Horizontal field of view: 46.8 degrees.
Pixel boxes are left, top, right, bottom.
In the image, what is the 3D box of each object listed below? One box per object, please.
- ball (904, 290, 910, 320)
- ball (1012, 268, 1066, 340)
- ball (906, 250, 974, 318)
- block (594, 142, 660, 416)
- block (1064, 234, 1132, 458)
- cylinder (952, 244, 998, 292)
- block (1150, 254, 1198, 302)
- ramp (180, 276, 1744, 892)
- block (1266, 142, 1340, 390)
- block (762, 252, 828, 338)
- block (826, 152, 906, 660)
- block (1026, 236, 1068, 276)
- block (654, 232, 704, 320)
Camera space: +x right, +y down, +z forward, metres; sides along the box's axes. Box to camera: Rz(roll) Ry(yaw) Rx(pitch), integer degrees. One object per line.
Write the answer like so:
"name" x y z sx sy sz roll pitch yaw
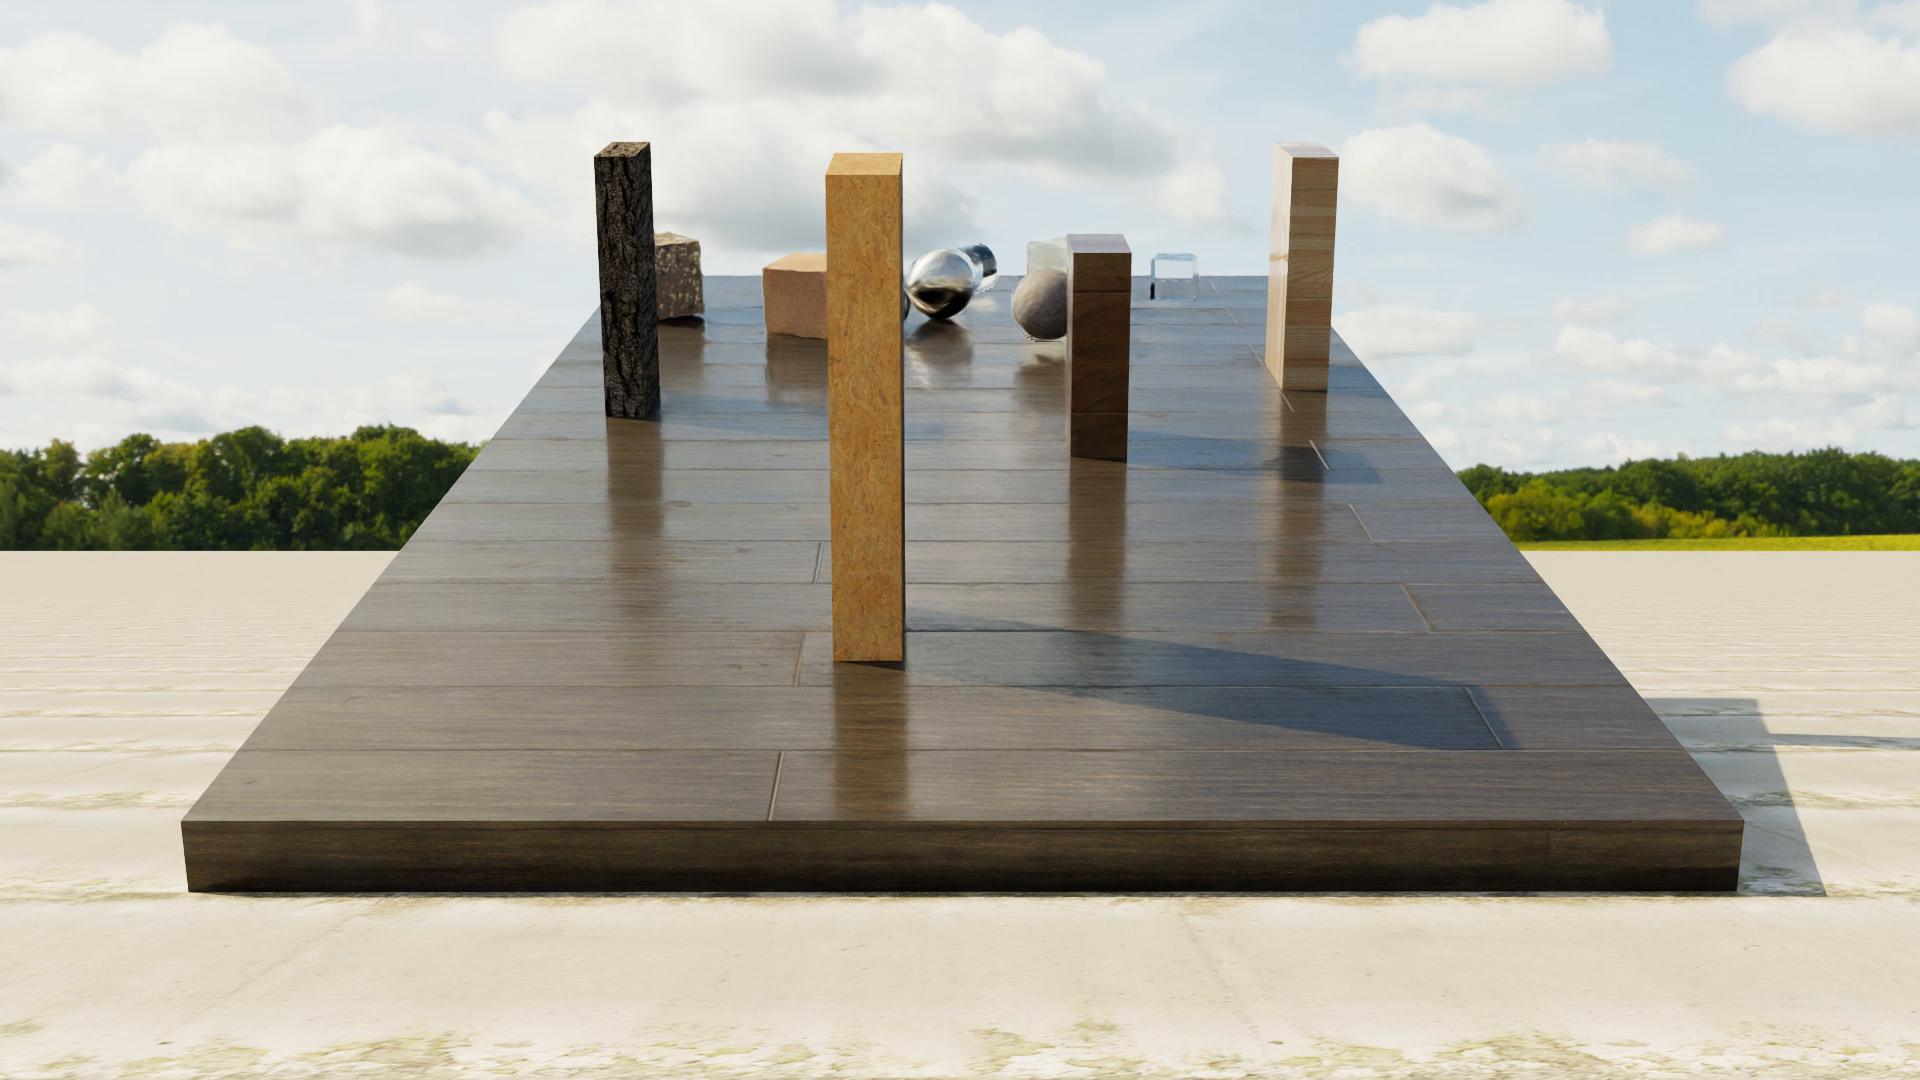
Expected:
"ball" -0.191 -0.624 5.892 0.119 0.119 0.119 0 0 0
"ball" 0.224 -0.598 5.628 0.182 0.182 0.182 0 0 0
"ball" -0.054 -0.693 6.004 0.187 0.187 0.187 0 0 0
"block" -0.745 -0.589 4.983 0.086 0.575 0.277 0 17 0
"block" 0.287 -0.411 4.654 0.118 0.426 0.244 0 17 0
"cylinder" 0.017 -0.776 6.371 0.134 0.134 0.134 0 15 29
"block" 0.610 -0.745 6.301 0.117 0.117 0.117 4 17 13
"ramp" -0.003 -0.170 4.766 2.000 0.100 4.000 0 17 0
"block" 0.808 -0.654 5.262 0.106 0.541 0.296 0 17 0
"block" -0.395 -0.644 5.833 0.176 0.176 0.176 7 23 22
"block" -0.142 -0.208 3.429 0.106 0.744 0.262 0 17 0
"block" 0.318 -0.715 6.064 0.195 0.195 0.195 16 23 42
"block" -0.836 -0.719 6.052 0.198 0.198 0.198 -12 19 -29
